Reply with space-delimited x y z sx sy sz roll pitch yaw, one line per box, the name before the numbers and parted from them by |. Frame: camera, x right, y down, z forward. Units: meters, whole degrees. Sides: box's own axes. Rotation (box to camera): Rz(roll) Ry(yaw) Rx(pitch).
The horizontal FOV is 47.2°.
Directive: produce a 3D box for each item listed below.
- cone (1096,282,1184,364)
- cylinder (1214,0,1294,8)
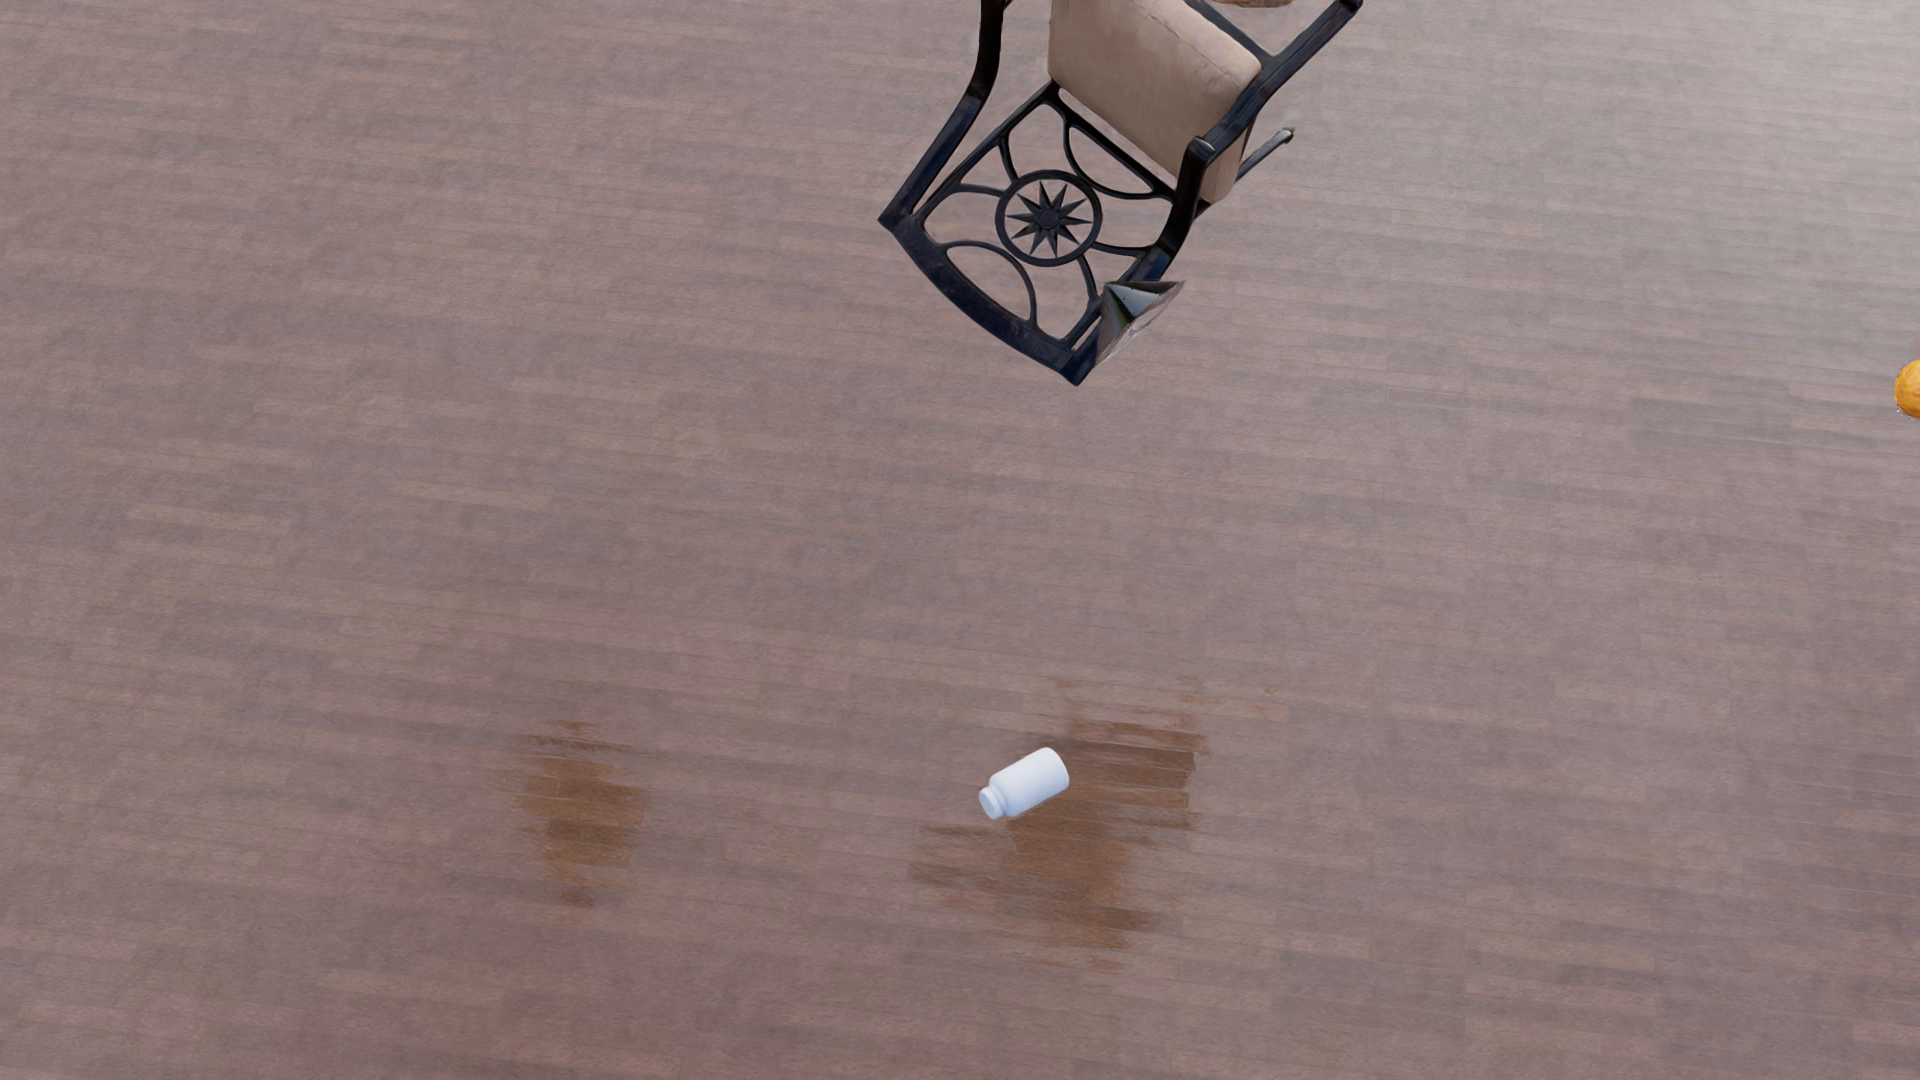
cone | 0.333 -0.487 4.517 0.112 0.282 0.188 51 47 6
cylinder | 0.446 -0.951 3.437 0.189 0.199 0.177 8 87 44
